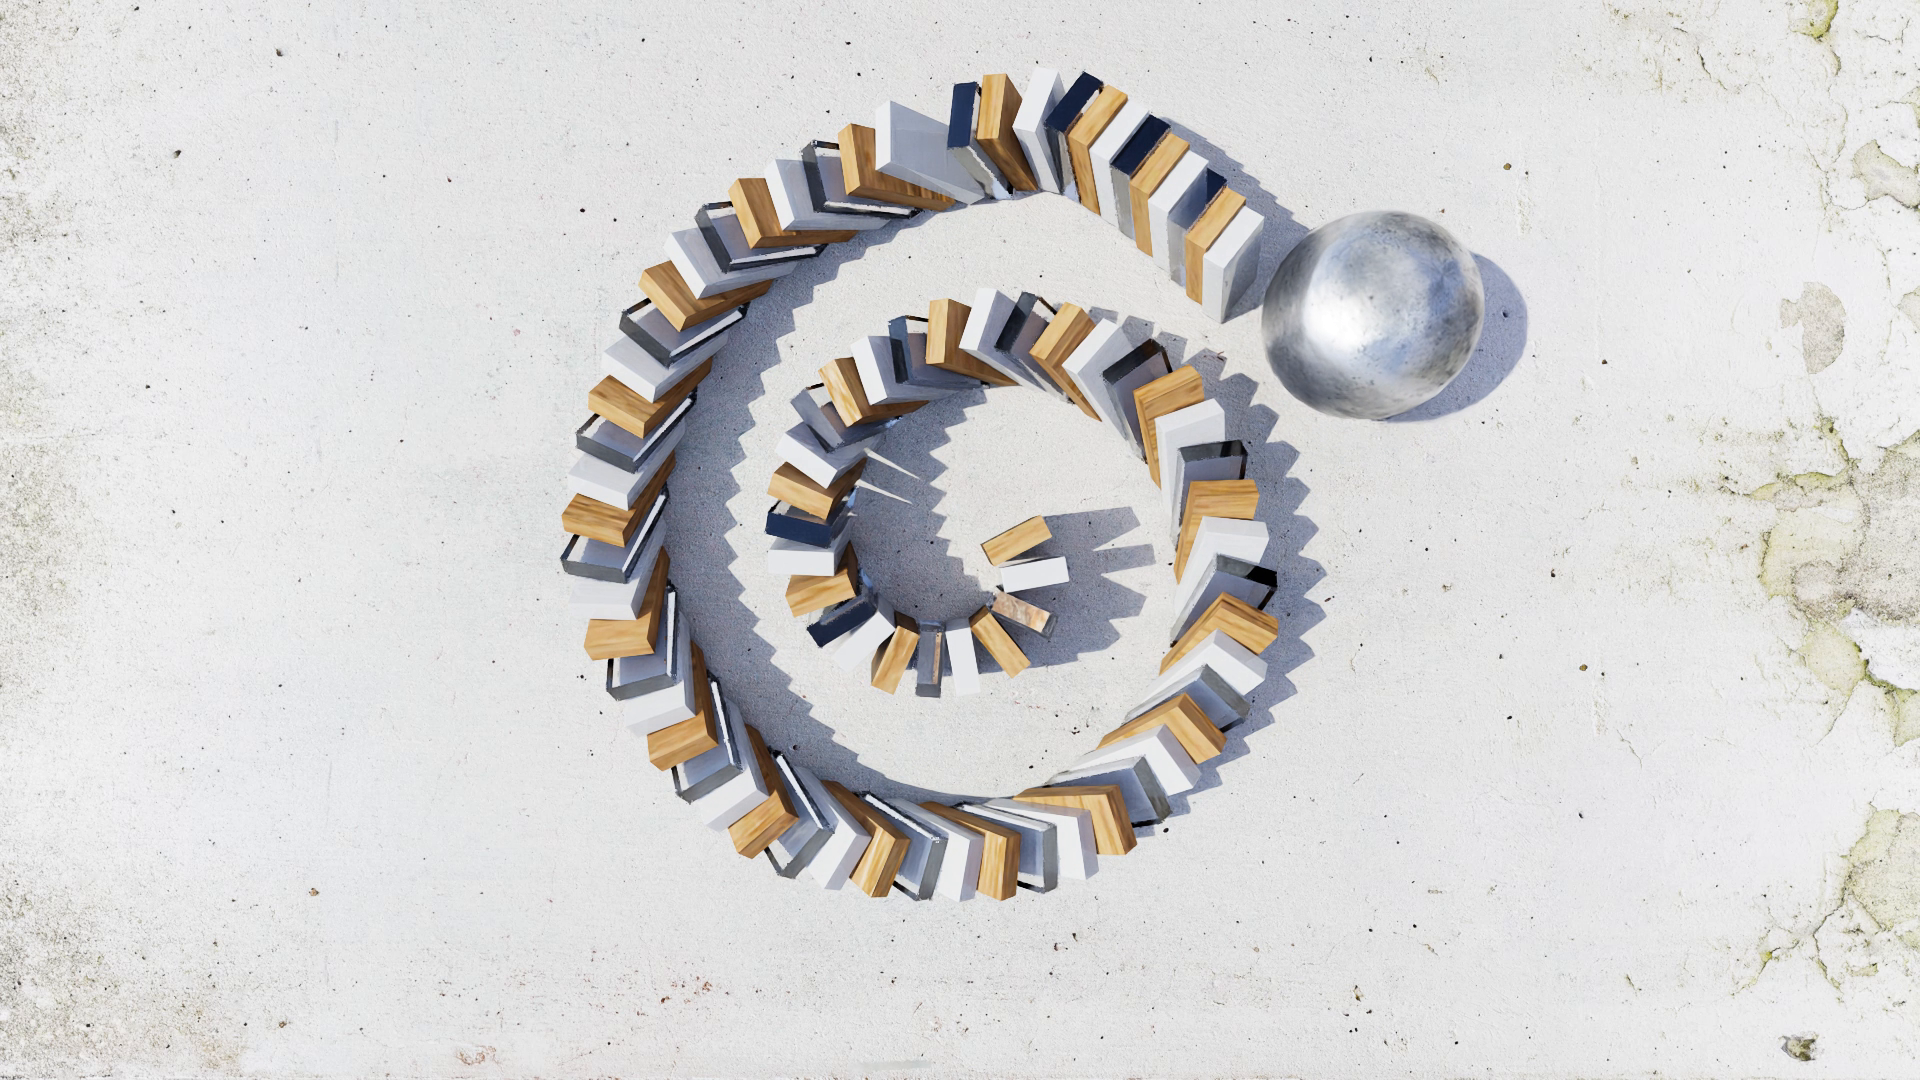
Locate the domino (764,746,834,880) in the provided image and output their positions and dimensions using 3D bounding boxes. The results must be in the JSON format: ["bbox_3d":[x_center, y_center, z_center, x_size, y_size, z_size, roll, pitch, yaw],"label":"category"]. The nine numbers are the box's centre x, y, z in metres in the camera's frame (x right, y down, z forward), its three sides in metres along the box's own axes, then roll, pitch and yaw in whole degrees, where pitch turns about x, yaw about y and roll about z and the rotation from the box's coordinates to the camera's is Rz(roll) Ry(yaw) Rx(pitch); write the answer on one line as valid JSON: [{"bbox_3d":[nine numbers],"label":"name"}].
[{"bbox_3d":[-0.074,0.112,0.379,0.025,0.010,0.050,-49,47,1],"label":"domino"}]

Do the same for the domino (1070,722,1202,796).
[{"bbox_3d":[0.072,0.096,0.380,0.050,0.009,0.025,-36,90,43],"label":"domino"}]

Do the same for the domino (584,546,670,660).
[{"bbox_3d":[-0.137,0.025,0.380,0.025,0.009,0.050,-7,47,0],"label":"domino"}]

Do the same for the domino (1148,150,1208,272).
[{"bbox_3d":[0.090,-0.133,0.375,0.009,0.050,0.025,39,90,18],"label":"domino"}]

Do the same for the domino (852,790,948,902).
[{"bbox_3d":[-0.029,0.126,0.380,0.050,0.010,0.025,16,90,42],"label":"domino"}]

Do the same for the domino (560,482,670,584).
[{"bbox_3d":[-0.142,-0.006,0.380,0.025,0.010,0.050,10,48,1],"label":"domino"}]

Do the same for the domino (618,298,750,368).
[{"bbox_3d":[-0.113,-0.093,0.380,0.025,0.009,0.050,40,48,0],"label":"domino"}]

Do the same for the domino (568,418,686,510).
[{"bbox_3d":[-0.137,-0.036,0.380,0.025,0.009,0.050,20,48,0],"label":"domino"}]

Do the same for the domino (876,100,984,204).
[{"bbox_3d":[-0.012,-0.159,0.379,0.050,0.010,0.025,3,85,-41],"label":"domino"}]

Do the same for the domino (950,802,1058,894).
[{"bbox_3d":[0.017,0.126,0.379,0.050,0.010,0.025,0,91,43],"label":"domino"}]

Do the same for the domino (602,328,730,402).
[{"bbox_3d":[-0.121,-0.080,0.380,0.025,0.009,0.050,34,49,0],"label":"domino"}]

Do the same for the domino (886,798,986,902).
[{"bbox_3d":[-0.013,0.127,0.380,0.050,0.010,0.025,10,90,42],"label":"domino"}]

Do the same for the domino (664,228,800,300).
[{"bbox_3d":[-0.094,-0.118,0.380,0.050,0.010,0.025,-33,89,-42],"label":"domino"}]

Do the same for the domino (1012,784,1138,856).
[{"bbox_3d":[0.047,0.116,0.379,0.050,0.009,0.025,-18,90,44],"label":"domino"}]

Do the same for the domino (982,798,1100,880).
[{"bbox_3d":[0.033,0.123,0.379,0.050,0.009,0.025,-8,91,43],"label":"domino"}]

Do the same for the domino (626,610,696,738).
[{"bbox_3d":[-0.125,0.054,0.380,0.025,0.009,0.050,-20,48,0],"label":"domino"}]

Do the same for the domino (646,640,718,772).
[{"bbox_3d":[-0.117,0.068,0.380,0.025,0.010,0.050,-25,48,0],"label":"domino"}]

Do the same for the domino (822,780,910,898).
[{"bbox_3d":[-0.044,0.123,0.380,0.050,0.009,0.025,23,90,42],"label":"domino"}]

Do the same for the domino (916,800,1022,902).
[{"bbox_3d":[0.002,0.128,0.380,0.050,0.010,0.025,5,91,42],"label":"domino"}]

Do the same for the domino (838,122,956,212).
[{"bbox_3d":[-0.026,-0.154,0.380,0.050,0.009,0.025,-8,89,-41],"label":"domino"}]

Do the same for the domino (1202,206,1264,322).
[{"bbox_3d":[0.111,-0.111,0.375,0.009,0.050,0.025,39,90,18],"label":"domino"}]

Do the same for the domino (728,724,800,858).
[{"bbox_3d":[-0.087,0.103,0.379,0.025,0.010,0.050,-41,47,1],"label":"domino"}]

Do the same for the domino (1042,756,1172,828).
[{"bbox_3d":[0.060,0.107,0.379,0.050,0.010,0.025,-27,90,43],"label":"domino"}]

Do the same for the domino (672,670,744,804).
[{"bbox_3d":[-0.108,0.080,0.380,0.025,0.009,0.050,-30,48,0],"label":"domino"}]

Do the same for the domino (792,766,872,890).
[{"bbox_3d":[-0.060,0.118,0.379,0.050,0.010,0.025,31,90,43],"label":"domino"}]

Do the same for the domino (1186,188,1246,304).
[{"bbox_3d":[0.104,-0.119,0.375,0.009,0.050,0.025,39,90,18],"label":"domino"}]

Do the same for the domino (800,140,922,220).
[{"bbox_3d":[-0.040,-0.149,0.380,0.050,0.010,0.025,-13,90,-41],"label":"domino"}]

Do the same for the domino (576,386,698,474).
[{"bbox_3d":[-0.133,-0.051,0.380,0.025,0.009,0.050,25,48,0],"label":"domino"}]

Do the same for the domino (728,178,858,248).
[{"bbox_3d":[-0.068,-0.136,0.380,0.050,0.010,0.025,-22,89,-42],"label":"domino"}]

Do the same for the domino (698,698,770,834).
[{"bbox_3d":[-0.098,0.092,0.380,0.025,0.010,0.050,-35,48,1],"label":"domino"}]

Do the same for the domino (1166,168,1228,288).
[{"bbox_3d":[0.097,-0.126,0.375,0.010,0.050,0.025,39,90,18],"label":"domino"}]

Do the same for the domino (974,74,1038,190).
[{"bbox_3d":[0.021,-0.165,0.375,0.009,0.050,0.025,7,90,22],"label":"domino"}]

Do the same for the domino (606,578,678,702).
[{"bbox_3d":[-0.131,0.041,0.380,0.025,0.009,0.050,-15,48,0],"label":"domino"}]

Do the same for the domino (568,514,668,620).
[{"bbox_3d":[-0.141,0.010,0.380,0.025,0.010,0.050,2,48,1],"label":"domino"}]

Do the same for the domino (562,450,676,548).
[{"bbox_3d":[-0.140,-0.021,0.380,0.025,0.009,0.050,15,48,1],"label":"domino"}]

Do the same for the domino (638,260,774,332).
[{"bbox_3d":[-0.104,-0.107,0.380,0.025,0.009,0.050,48,47,0],"label":"domino"}]

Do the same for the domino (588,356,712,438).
[{"bbox_3d":[-0.127,-0.066,0.380,0.025,0.009,0.050,29,49,0],"label":"domino"}]

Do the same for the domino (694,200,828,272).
[{"bbox_3d":[-0.081,-0.128,0.380,0.050,0.010,0.025,-27,89,-42],"label":"domino"}]

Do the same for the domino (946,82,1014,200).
[{"bbox_3d":[0.010,-0.162,0.375,0.010,0.050,0.025,6,89,23],"label":"domino"}]

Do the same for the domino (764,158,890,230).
[{"bbox_3d":[-0.054,-0.143,0.380,0.050,0.010,0.025,-18,90,-42],"label":"domino"}]
